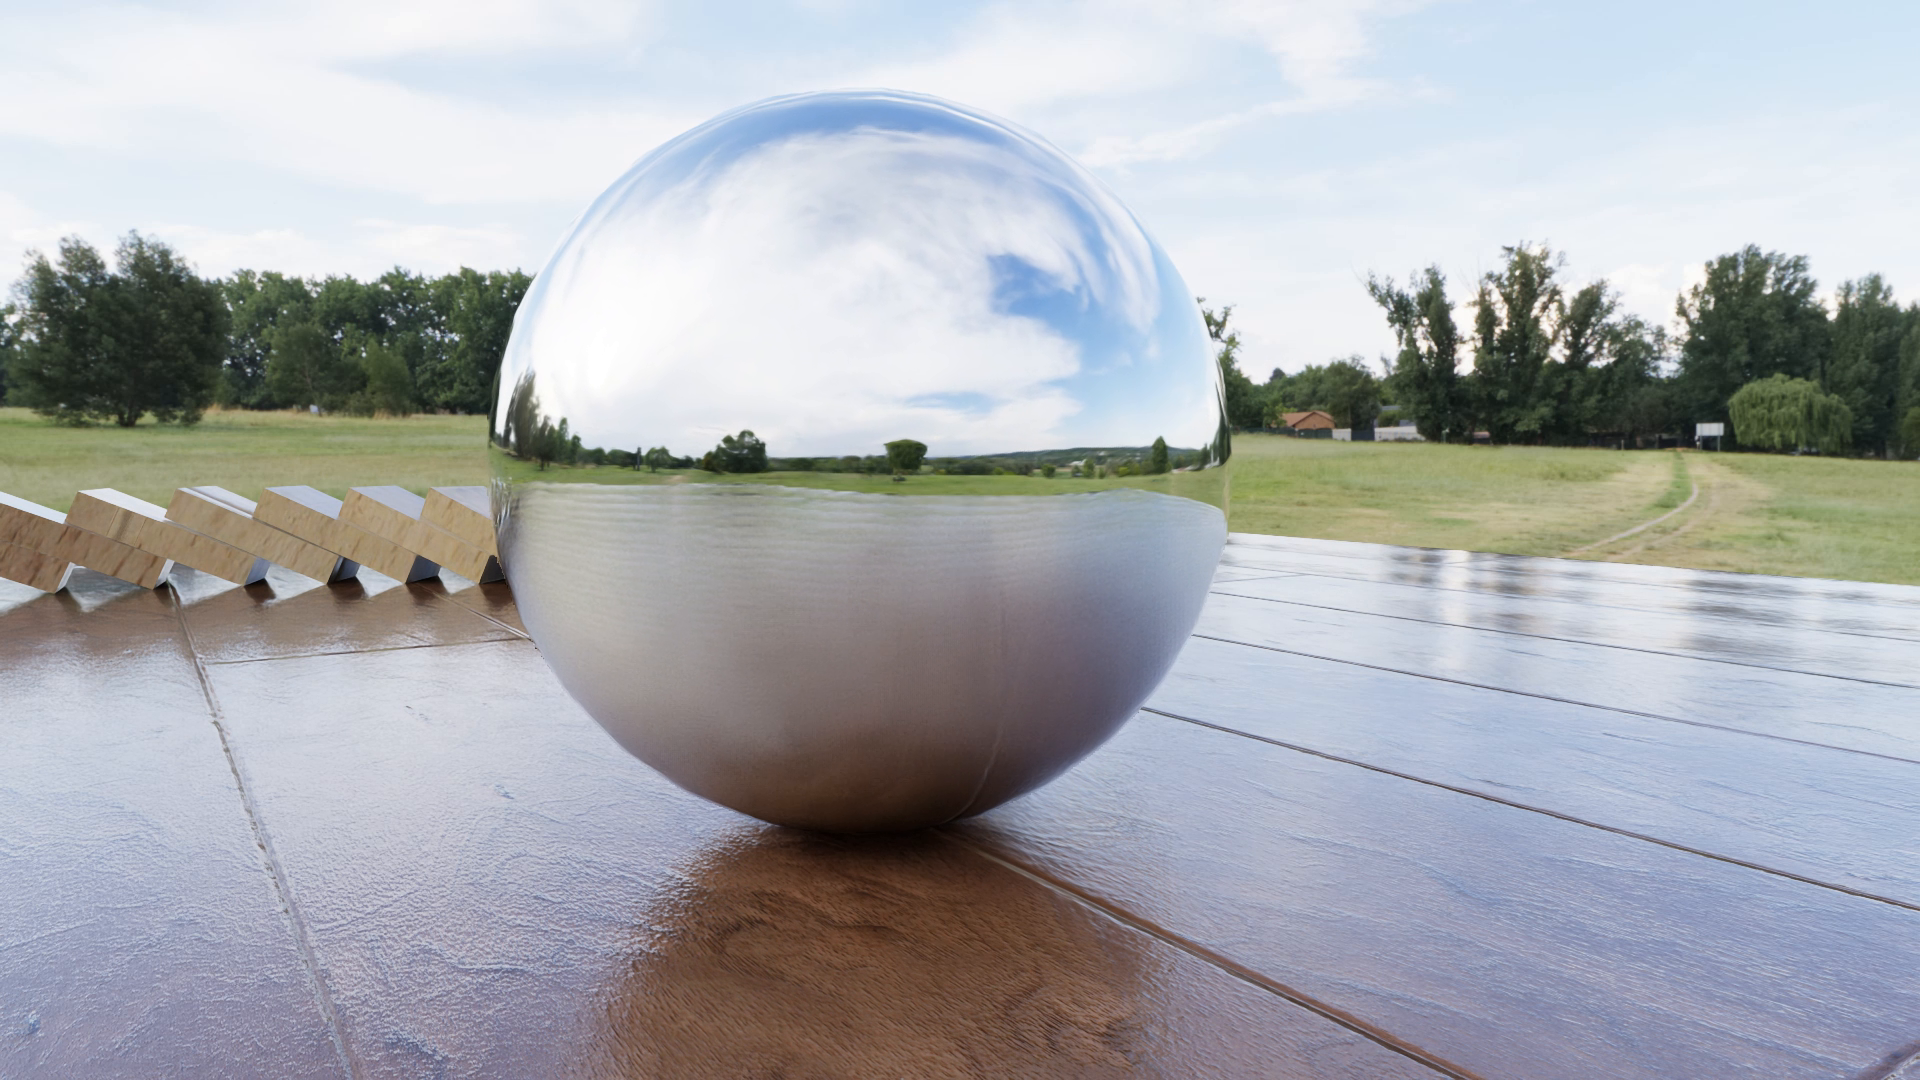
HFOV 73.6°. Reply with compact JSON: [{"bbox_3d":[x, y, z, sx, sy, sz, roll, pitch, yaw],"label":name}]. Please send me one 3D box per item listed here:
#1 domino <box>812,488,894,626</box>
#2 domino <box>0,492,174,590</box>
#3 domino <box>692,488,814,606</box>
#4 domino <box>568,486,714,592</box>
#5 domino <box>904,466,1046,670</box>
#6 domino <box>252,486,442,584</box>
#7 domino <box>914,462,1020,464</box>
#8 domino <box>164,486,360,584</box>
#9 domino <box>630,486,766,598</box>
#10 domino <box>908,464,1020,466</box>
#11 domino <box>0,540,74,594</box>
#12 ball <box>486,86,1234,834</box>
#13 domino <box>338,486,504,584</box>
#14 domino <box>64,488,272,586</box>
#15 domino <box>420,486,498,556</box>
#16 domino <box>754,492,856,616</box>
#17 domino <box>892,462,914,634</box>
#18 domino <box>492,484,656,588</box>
[{"bbox_3d":[-0.019,0.003,0.323,0.025,0.009,0.050,-2,31,-22],"label":"domino"},{"bbox_3d":[-0.260,0.000,0.376,0.050,0.009,0.025,24,-6,-24],"label":"domino"},{"bbox_3d":[-0.052,0.001,0.360,0.025,0.010,0.050,-4,30,-41],"label":"domino"},{"bbox_3d":[-0.092,-0.001,0.388,0.050,0.009,0.025,31,20,29],"label":"domino"},{"bbox_3d":[0.002,0.004,0.257,0.025,0.009,0.050,0,41,-4],"label":"domino"},{"bbox_3d":[-0.190,-0.002,0.402,0.050,0.010,0.025,24,4,-2],"label":"domino"},{"bbox_3d":[0.002,0.002,0.289,0.025,0.009,0.050,0,42,-3],"label":"domino"},{"bbox_3d":[-0.214,-0.002,0.398,0.050,0.009,0.025,24,1,-8],"label":"domino"},{"bbox_3d":[-0.071,0.000,0.375,0.050,0.010,0.025,34,25,35],"label":"domino"},{"bbox_3d":[0.002,0.003,0.273,0.025,0.009,0.050,0,42,-4],"label":"domino"},{"bbox_3d":[-0.281,0.001,0.363,0.050,0.009,0.025,25,-9,-28],"label":"domino"},{"bbox_3d":[-0.010,-0.008,0.143,0.080,0.080,0.080,0,4,0],"label":"ball"},{"bbox_3d":[-0.165,-0.002,0.404,0.050,0.010,0.025,25,7,6],"label":"domino"},{"bbox_3d":[-0.238,-0.001,0.389,0.050,0.009,0.025,24,-2,-16],"label":"domino"},{"bbox_3d":[-0.140,-0.002,0.403,0.050,0.009,0.025,26,11,15],"label":"domino"},{"bbox_3d":[-0.034,0.002,0.342,0.025,0.010,0.050,-3,29,-31],"label":"domino"},{"bbox_3d":[-0.003,0.001,0.304,0.025,0.009,0.050,0,42,-4],"label":"domino"},{"bbox_3d":[-0.116,-0.002,0.397,0.050,0.009,0.025,28,15,20],"label":"domino"}]
